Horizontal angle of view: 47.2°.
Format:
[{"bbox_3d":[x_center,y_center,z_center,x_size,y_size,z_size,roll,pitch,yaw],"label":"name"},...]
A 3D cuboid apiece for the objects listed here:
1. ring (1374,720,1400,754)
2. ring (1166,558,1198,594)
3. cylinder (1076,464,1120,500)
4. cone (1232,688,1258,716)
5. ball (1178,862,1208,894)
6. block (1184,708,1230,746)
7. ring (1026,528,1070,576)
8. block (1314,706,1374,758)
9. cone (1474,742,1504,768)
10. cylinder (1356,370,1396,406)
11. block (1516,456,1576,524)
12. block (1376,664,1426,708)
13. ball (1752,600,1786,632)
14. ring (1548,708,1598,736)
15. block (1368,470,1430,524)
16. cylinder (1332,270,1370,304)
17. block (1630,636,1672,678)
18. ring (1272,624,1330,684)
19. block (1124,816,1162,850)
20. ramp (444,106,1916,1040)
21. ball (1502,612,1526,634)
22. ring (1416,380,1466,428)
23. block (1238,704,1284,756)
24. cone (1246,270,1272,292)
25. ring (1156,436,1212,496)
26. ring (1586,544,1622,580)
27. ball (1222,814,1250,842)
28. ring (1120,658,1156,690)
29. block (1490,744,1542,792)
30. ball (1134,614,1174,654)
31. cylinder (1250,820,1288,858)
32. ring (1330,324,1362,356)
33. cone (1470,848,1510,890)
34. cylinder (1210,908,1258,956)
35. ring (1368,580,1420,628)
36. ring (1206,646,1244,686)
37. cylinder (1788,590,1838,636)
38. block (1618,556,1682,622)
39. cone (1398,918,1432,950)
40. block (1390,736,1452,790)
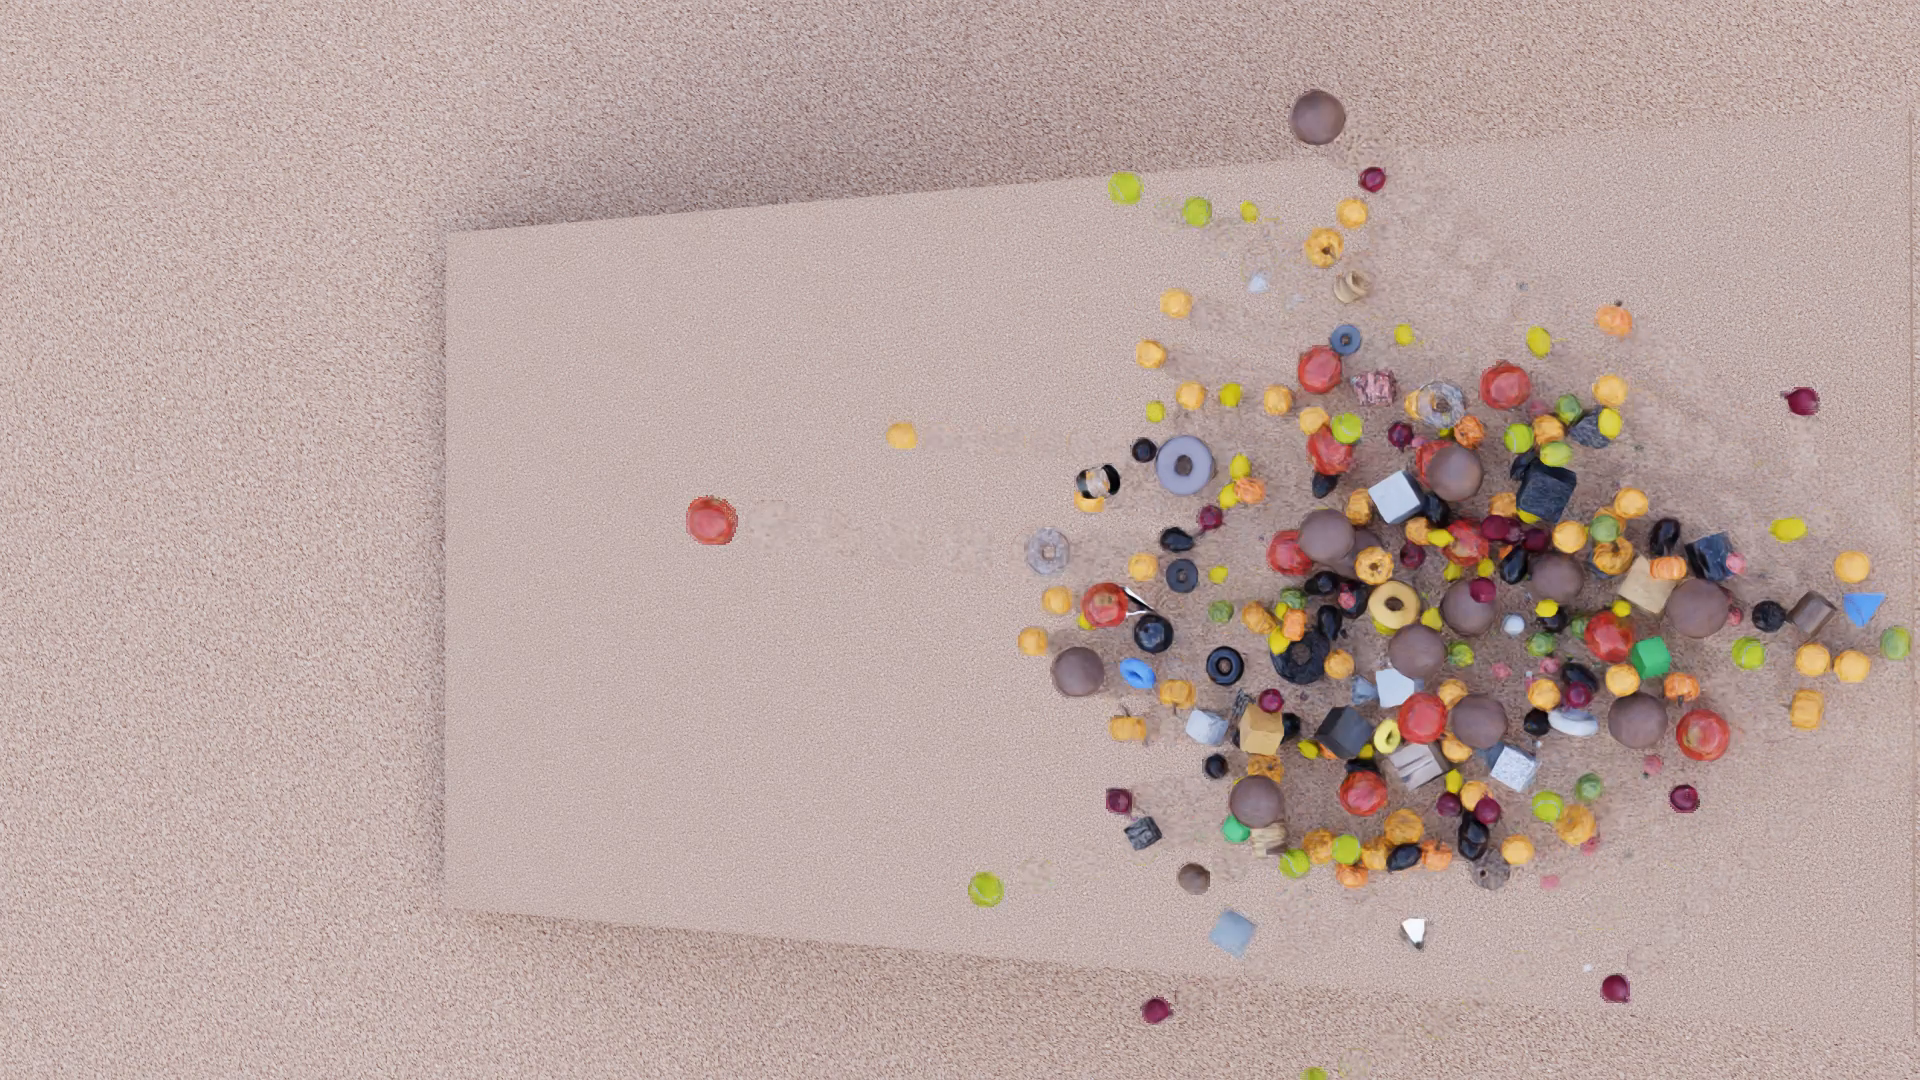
[{"bbox_3d":[1.000,0.460,5.144,0.084,0.028,0.084,-13,108,-42],"label":"ring"},{"bbox_3d":[0.552,0.089,5.453,0.087,0.029,0.087,-2,87,31],"label":"ring"},{"bbox_3d":[0.339,-0.142,5.387,0.076,0.076,0.076,-12,89,40],"label":"cylinder"},{"bbox_3d":[0.690,0.386,5.376,0.065,0.065,0.065,-11,48,0],"label":"cone"},{"bbox_3d":[0.572,0.830,5.395,0.075,0.075,0.075,0,89,0],"label":"ball"},{"bbox_3d":[0.606,0.457,5.389,0.066,0.066,0.066,13,103,-37],"label":"block"},{"bbox_3d":[0.225,0.029,5.614,0.123,0.041,0.123,0,91,27],"label":"ring"},{"bbox_3d":[0.902,0.451,5.162,0.085,0.085,0.085,39,74,-7],"label":"block"},{"bbox_3d":[1.214,0.489,5.091,0.067,0.067,0.067,-14,111,-40],"label":"cone"},{"bbox_3d":[0.986,-0.359,5.211,0.077,0.077,0.077,-6,89,27],"label":"cylinder"},{"bbox_3d":[1.319,-0.113,4.953,0.097,0.097,0.097,23,115,6],"label":"block"},{"bbox_3d":[1.037,0.343,5.172,0.086,0.086,0.086,-11,85,26],"label":"block"},{"bbox_3d":[1.769,0.168,4.811,0.070,0.070,0.070,0,89,0],"label":"ball"},{"bbox_3d":[1.385,0.410,4.962,0.111,0.111,0.037,8,108,0],"label":"ring"},{"bbox_3d":[1.033,-0.100,5.176,0.092,0.092,0.092,-33,75,23],"label":"block"},{"bbox_3d":[0.932,-0.603,5.237,0.063,0.063,0.063,15,63,-31],"label":"cylinder"},{"bbox_3d":[1.542,0.263,4.908,0.061,0.061,0.061,-15,56,-3],"label":"block"},{"bbox_3d":[0.822,0.275,5.304,0.149,0.050,0.149,0,90,26],"label":"ring"},{"bbox_3d":[0.457,0.730,5.478,0.060,0.060,0.060,-34,75,23],"label":"block"},{"bbox_3d":[0.279,0.079,5.665,4.000,0.100,2.000,0,89,27],"label":"ramp"},{"bbox_3d":[1.278,0.193,5.071,0.051,0.051,0.051,0,89,0],"label":"ball"},{"bbox_3d":[1.115,-0.315,5.103,0.118,0.039,0.118,0,76,-1],"label":"ring"},{"bbox_3d":[0.711,0.448,5.193,0.080,0.080,0.080,9,45,-8],"label":"block"},{"bbox_3d":[0.737,-0.621,5.368,0.057,0.057,0.057,29,89,-3],"label":"cone"},{"bbox_3d":[0.554,-0.184,5.444,0.150,0.050,0.150,0,90,28],"label":"ring"},{"bbox_3d":[1.464,0.050,4.992,0.080,0.027,0.080,1,93,26],"label":"ring"},{"bbox_3d":[0.676,0.702,5.361,0.070,0.070,0.070,0,89,0],"label":"ball"},{"bbox_3d":[0.441,0.332,5.455,0.097,0.097,0.032,40,60,0],"label":"ring"},{"bbox_3d":[1.278,0.524,5.052,0.076,0.076,0.076,31,103,25],"label":"block"},{"bbox_3d":[0.480,0.233,5.449,0.099,0.099,0.099,0,89,0],"label":"ball"},{"bbox_3d":[0.747,0.722,5.313,0.083,0.083,0.083,-8,85,0],"label":"cylinder"},{"bbox_3d":[0.925,-0.480,5.273,0.075,0.025,0.075,-1,88,27],"label":"ring"},{"bbox_3d":[1.211,0.766,5.073,0.097,0.097,0.097,0,89,27],"label":"cone"},{"bbox_3d":[0.609,0.873,4.899,0.078,0.078,0.078,31,89,11],"label":"cylinder"},{"bbox_3d":[1.023,0.152,5.181,0.124,0.041,0.124,-1,60,1],"label":"ring"},{"bbox_3d":[0.650,0.310,5.400,0.098,0.033,0.098,-1,87,27],"label":"ring"},{"bbox_3d":[1.848,0.159,4.767,0.073,0.073,0.073,35,110,0],"label":"cylinder"},{"bbox_3d":[1.534,0.107,4.892,0.099,0.099,0.099,31,91,22],"label":"block"},{"bbox_3d":[0.971,0.852,4.663,0.072,0.072,0.072,1,112,3],"label":"cone"},{"bbox_3d":[1.079,0.521,5.146,0.091,0.091,0.091,-34,75,23],"label":"block"}]
